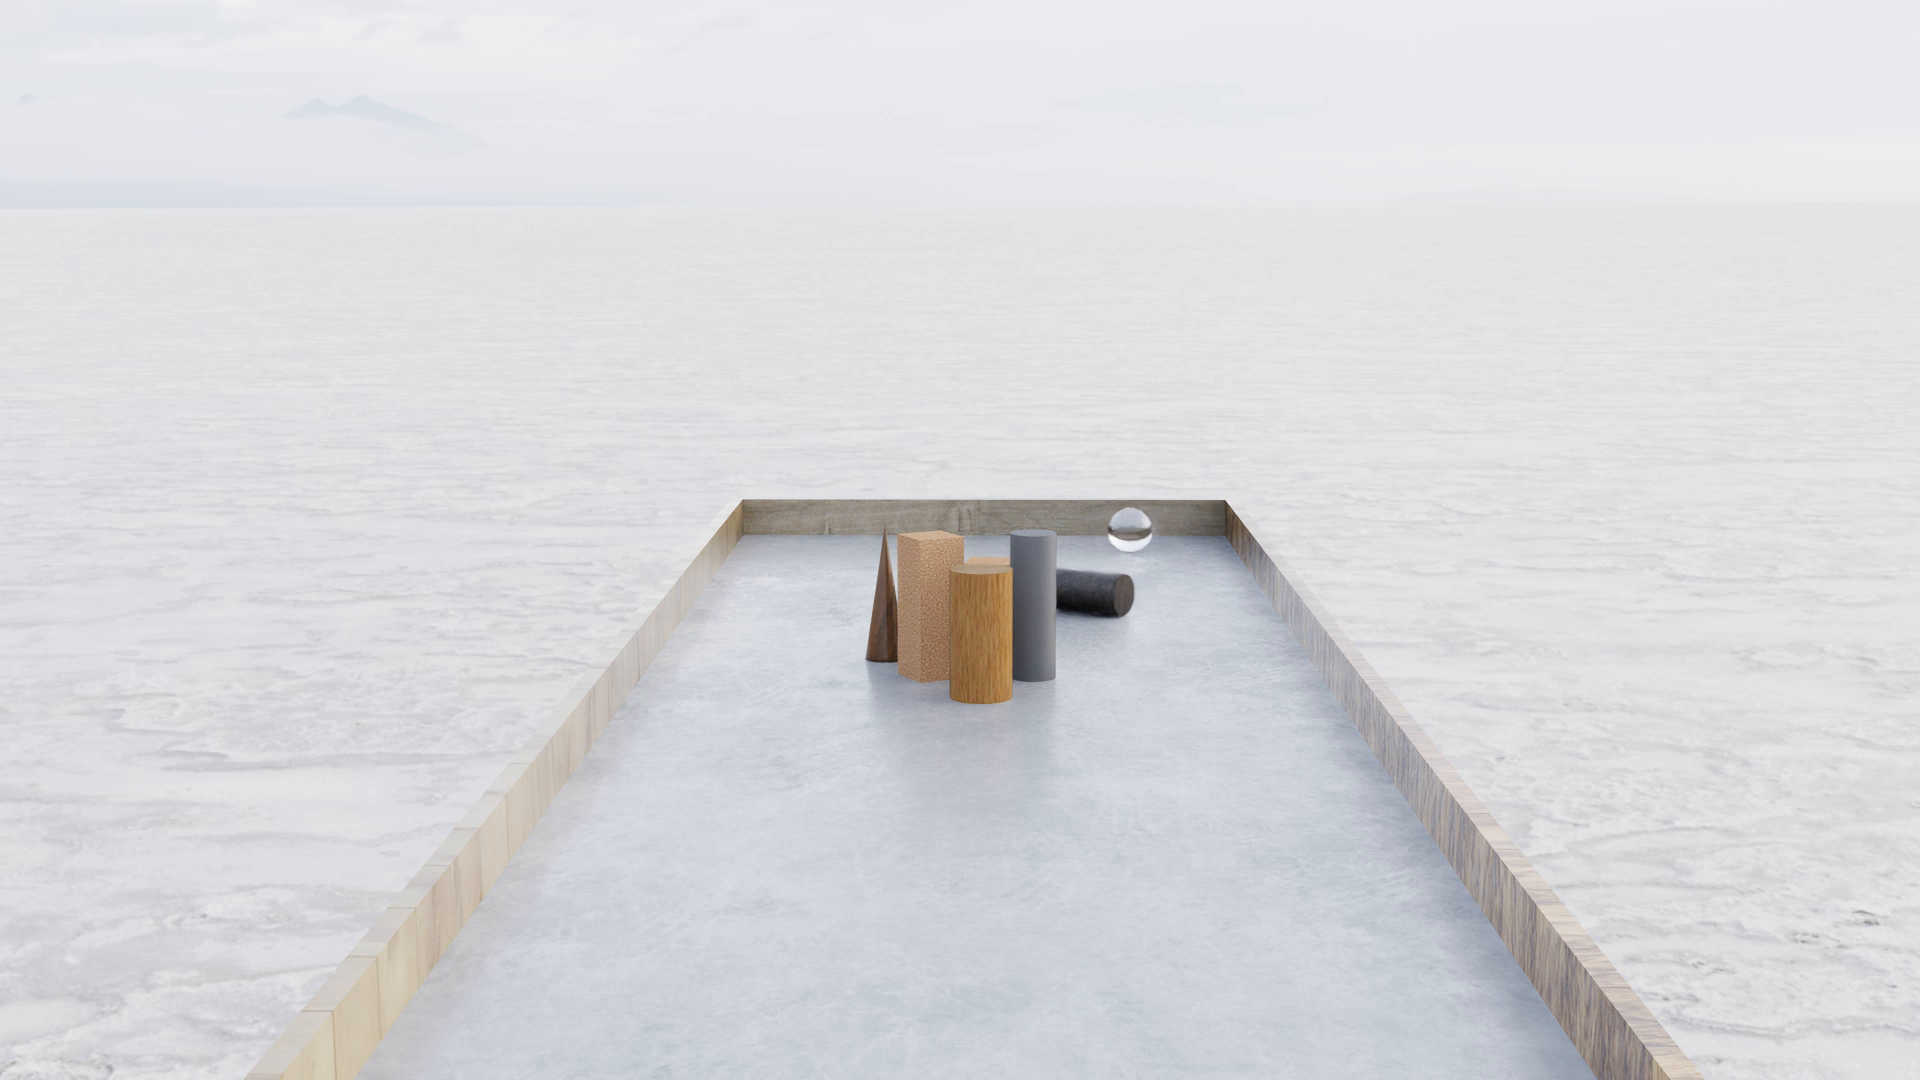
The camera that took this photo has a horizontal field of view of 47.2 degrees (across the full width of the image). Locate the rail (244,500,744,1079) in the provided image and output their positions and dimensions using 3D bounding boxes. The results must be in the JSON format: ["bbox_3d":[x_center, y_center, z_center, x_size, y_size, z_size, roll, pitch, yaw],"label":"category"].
[{"bbox_3d":[-1.004,0.839,3.234,0.050,0.150,12.000,0,9,1],"label":"rail"}]

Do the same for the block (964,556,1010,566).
[{"bbox_3d":[0.092,0.214,6.683,0.140,0.305,0.140,2,9,10],"label":"block"}]

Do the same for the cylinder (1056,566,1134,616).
[{"bbox_3d":[0.421,0.173,7.469,0.314,0.141,0.141,6,11,34],"label":"cylinder"}]

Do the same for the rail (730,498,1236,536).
[{"bbox_3d":[0.099,-0.098,9.147,2.100,0.150,0.050,0,9,1],"label":"rail"}]

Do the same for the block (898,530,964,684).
[{"bbox_3d":[-0.086,0.194,6.450,0.144,0.419,0.144,-5,10,-29],"label":"block"}]

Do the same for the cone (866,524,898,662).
[{"bbox_3d":[-0.227,0.156,6.692,0.126,0.417,0.126,0,9,0],"label":"cone"}]

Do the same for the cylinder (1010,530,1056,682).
[{"bbox_3d":[0.214,0.191,6.435,0.136,0.429,0.136,0,9,0],"label":"cylinder"}]

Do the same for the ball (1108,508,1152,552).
[{"bbox_3d":[0.673,-0.039,8.692,0.176,0.176,0.176,0,9,0],"label":"ball"}]

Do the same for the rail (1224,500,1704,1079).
[{"bbox_3d":[1.046,0.843,3.208,0.050,0.150,12.000,0,9,1],"label":"rail"}]

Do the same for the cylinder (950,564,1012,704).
[{"bbox_3d":[0.059,0.262,6.184,0.178,0.367,0.178,0,9,0],"label":"cylinder"}]
